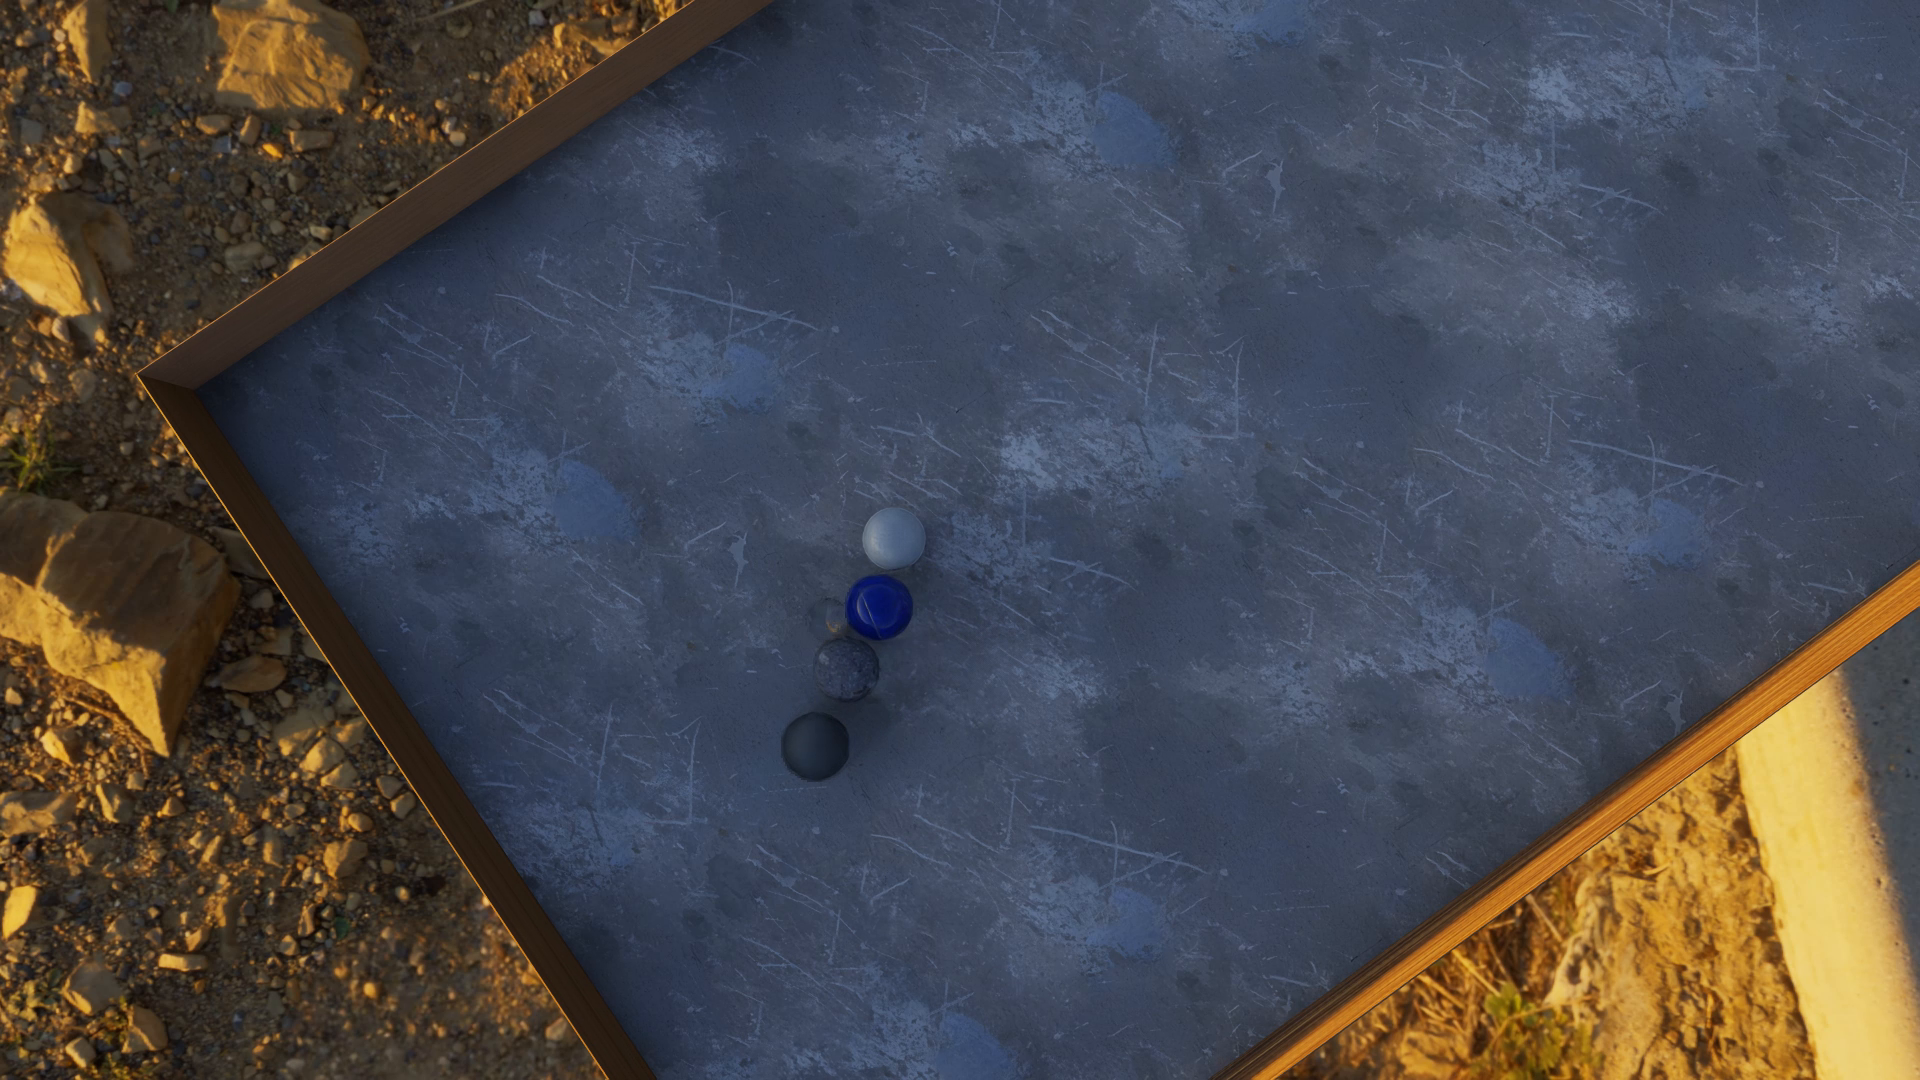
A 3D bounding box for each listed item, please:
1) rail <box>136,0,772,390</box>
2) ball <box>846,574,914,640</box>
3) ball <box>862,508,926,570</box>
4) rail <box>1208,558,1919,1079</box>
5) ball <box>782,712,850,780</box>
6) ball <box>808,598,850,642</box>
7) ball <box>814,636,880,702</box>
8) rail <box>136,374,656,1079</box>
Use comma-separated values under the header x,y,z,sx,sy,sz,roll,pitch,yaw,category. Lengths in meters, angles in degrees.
x,y,z,sx,sy,sz,roll,pitch,yaw,category
0.194,-1.184,3.397,3.388,0.128,0.045,-35,84,-5,rail
-0.118,0.099,3.237,0.098,0.098,0.098,0,82,0,ball
-0.098,-0.002,3.252,0.094,0.094,0.094,0,82,0,ball
1.189,0.209,3.205,3.388,0.128,0.045,-35,84,-5,rail
-0.210,0.300,3.208,0.099,0.099,0.099,0,82,0,ball
-0.194,0.118,3.252,0.062,0.062,0.062,0,82,0,ball
-0.165,0.190,3.225,0.096,0.096,0.096,0,82,0,ball
-0.672,0.468,3.169,0.045,0.128,1.770,-35,84,-5,rail
